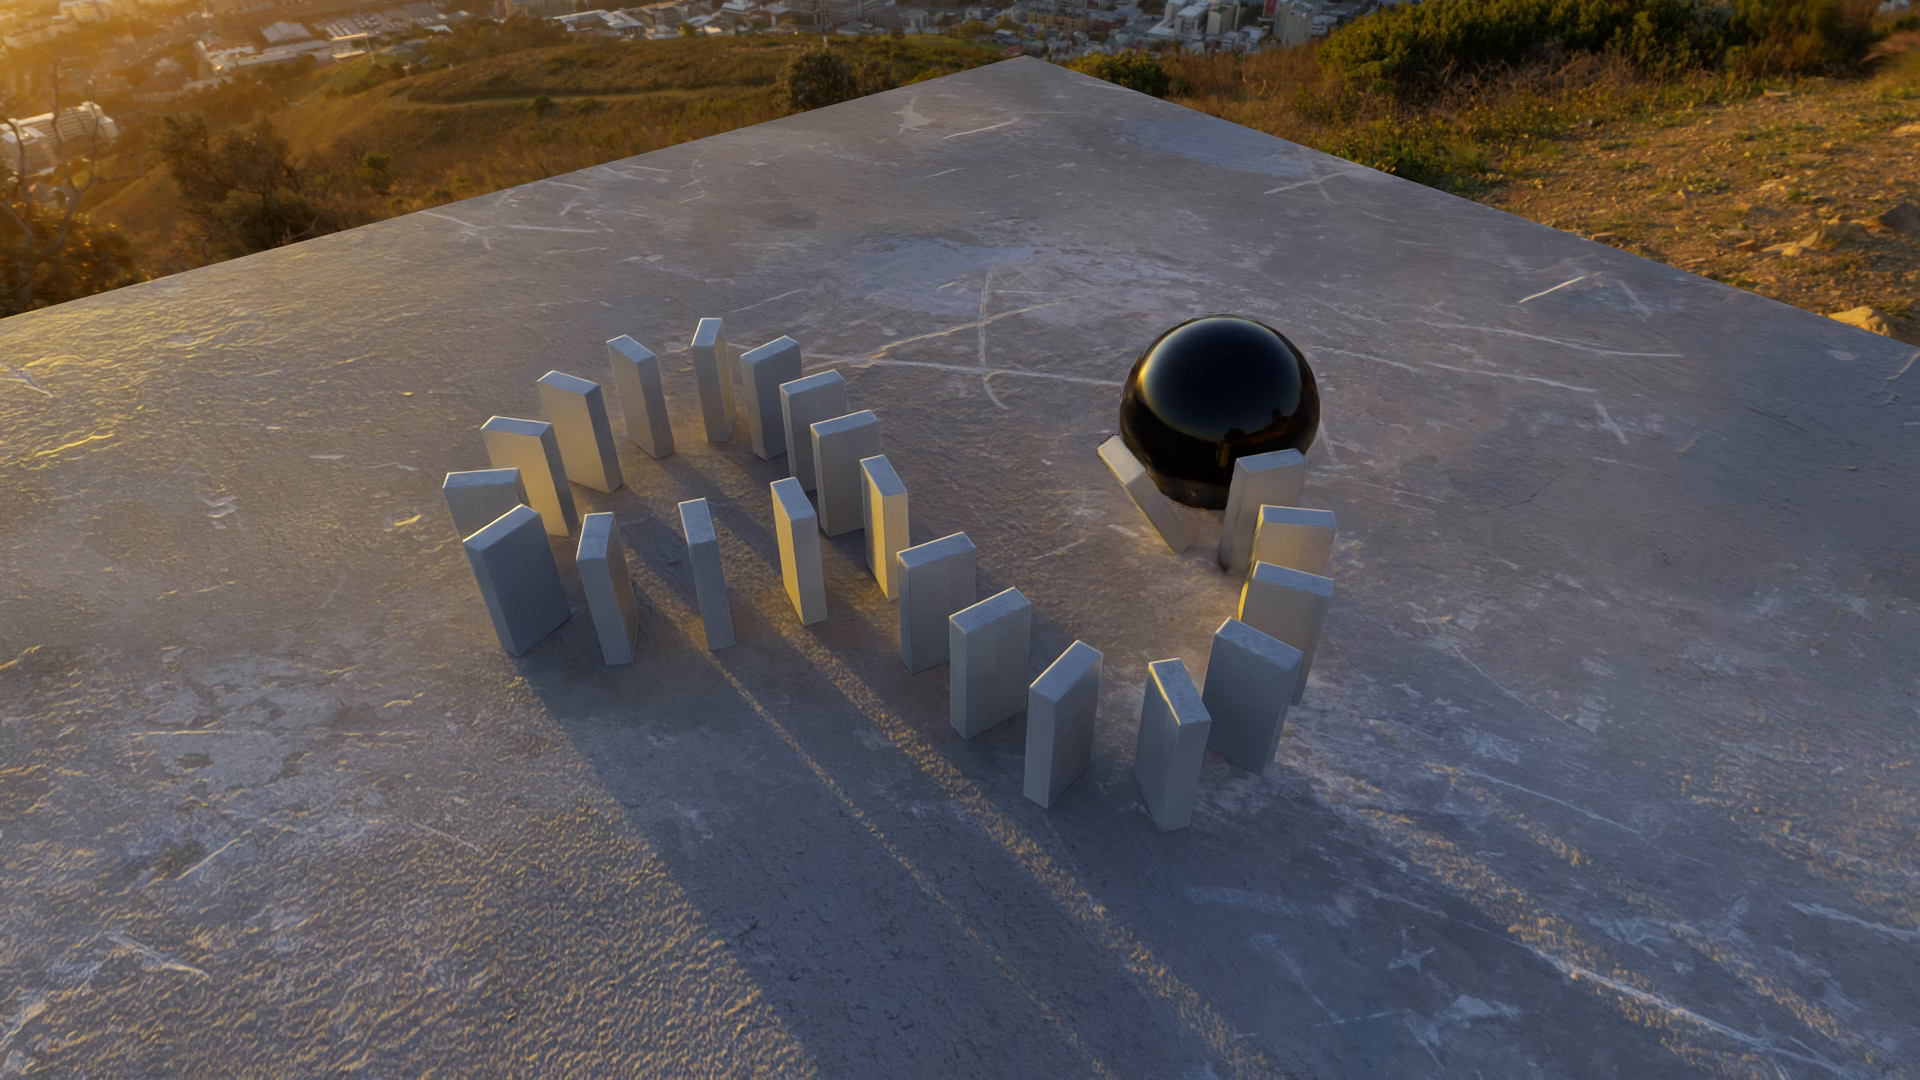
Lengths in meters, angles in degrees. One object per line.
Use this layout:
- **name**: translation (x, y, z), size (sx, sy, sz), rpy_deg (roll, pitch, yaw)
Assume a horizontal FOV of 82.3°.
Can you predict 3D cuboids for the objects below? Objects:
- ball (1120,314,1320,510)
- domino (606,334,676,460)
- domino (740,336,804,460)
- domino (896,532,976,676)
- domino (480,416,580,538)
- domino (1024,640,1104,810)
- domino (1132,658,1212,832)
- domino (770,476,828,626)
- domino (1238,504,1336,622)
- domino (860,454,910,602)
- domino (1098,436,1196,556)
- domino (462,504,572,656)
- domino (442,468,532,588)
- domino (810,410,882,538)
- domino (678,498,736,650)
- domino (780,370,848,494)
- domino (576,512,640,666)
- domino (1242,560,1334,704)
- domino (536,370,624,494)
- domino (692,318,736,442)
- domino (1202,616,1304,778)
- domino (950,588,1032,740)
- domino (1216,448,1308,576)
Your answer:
- **ball**: translation (0.106, -0.052, 0.451), size (0.080, 0.080, 0.080), rpy_deg (0, 39, 0)
- **domino**: translation (-0.141, -0.063, 0.488), size (0.009, 0.050, 0.025), rpy_deg (-31, 49, -32)
- **domino**: translation (-0.082, -0.063, 0.488), size (0.009, 0.050, 0.025), rpy_deg (32, 49, 33)
- **domino**: translation (-0.008, 0.023, 0.384), size (0.025, 0.050, 0.010), rpy_deg (-18, 43, -21)
- **domino**: translation (-0.172, -0.025, 0.442), size (0.025, 0.050, 0.010), rpy_deg (8, 40, 9)
- **domino**: translation (0.032, 0.058, 0.341), size (0.010, 0.050, 0.025), rpy_deg (27, 46, 29)
- **domino**: translation (0.064, 0.063, 0.335), size (0.010, 0.050, 0.025), rpy_deg (-8, 40, -10)
- **domino**: translation (-0.059, 0.005, 0.406), size (0.009, 0.050, 0.025), rpy_deg (-16, 42, -18)
- **domino**: translation (0.118, 0.011, 0.398), size (0.025, 0.050, 0.010), rpy_deg (6, 40, 7)
- **domino**: translation (-0.028, -0.004, 0.417), size (0.009, 0.050, 0.025), rpy_deg (-15, 42, -18)
- **domino**: translation (0.074, -0.017, 0.435), size (0.010, 0.050, 0.025), rpy_deg (-38, 43, 7)
- **domino**: translation (-0.157, 0.015, 0.393), size (0.009, 0.050, 0.025), rpy_deg (23, 44, 25)
- **domino**: translation (-0.174, -0.003, 0.416), size (0.025, 0.050, 0.009), rpy_deg (-5, 40, -6)
- **domino**: translation (-0.045, -0.026, 0.444), size (0.025, 0.050, 0.010), rpy_deg (-17, 42, -20)
- **domino**: translation (-0.091, 0.013, 0.396), size (0.009, 0.050, 0.025), rpy_deg (-12, 41, -14)
- **domino**: translation (-0.061, -0.045, 0.467), size (0.025, 0.050, 0.010), rpy_deg (-21, 44, -23)
- **domino**: translation (-0.124, 0.018, 0.390), size (0.009, 0.050, 0.025), rpy_deg (-5, 40, -6)
- **domino**: translation (0.108, 0.032, 0.373), size (0.025, 0.050, 0.009), rpy_deg (15, 42, 17)
- **domino**: translation (-0.161, -0.045, 0.467), size (0.025, 0.050, 0.009), rpy_deg (17, 42, 20)
- **domino**: translation (-0.111, -0.072, 0.500), size (0.010, 0.050, 0.025), rpy_deg (0, 39, 0)
- **domino**: translation (0.091, 0.050, 0.350), size (0.025, 0.050, 0.010), rpy_deg (27, 46, 29)
- **domino**: translation (0.010, 0.041, 0.361), size (0.025, 0.050, 0.009), rpy_deg (-23, 45, -25)
- **domino**: translation (0.116, -0.010, 0.424), size (0.025, 0.050, 0.010), rpy_deg (-10, 40, -12)
